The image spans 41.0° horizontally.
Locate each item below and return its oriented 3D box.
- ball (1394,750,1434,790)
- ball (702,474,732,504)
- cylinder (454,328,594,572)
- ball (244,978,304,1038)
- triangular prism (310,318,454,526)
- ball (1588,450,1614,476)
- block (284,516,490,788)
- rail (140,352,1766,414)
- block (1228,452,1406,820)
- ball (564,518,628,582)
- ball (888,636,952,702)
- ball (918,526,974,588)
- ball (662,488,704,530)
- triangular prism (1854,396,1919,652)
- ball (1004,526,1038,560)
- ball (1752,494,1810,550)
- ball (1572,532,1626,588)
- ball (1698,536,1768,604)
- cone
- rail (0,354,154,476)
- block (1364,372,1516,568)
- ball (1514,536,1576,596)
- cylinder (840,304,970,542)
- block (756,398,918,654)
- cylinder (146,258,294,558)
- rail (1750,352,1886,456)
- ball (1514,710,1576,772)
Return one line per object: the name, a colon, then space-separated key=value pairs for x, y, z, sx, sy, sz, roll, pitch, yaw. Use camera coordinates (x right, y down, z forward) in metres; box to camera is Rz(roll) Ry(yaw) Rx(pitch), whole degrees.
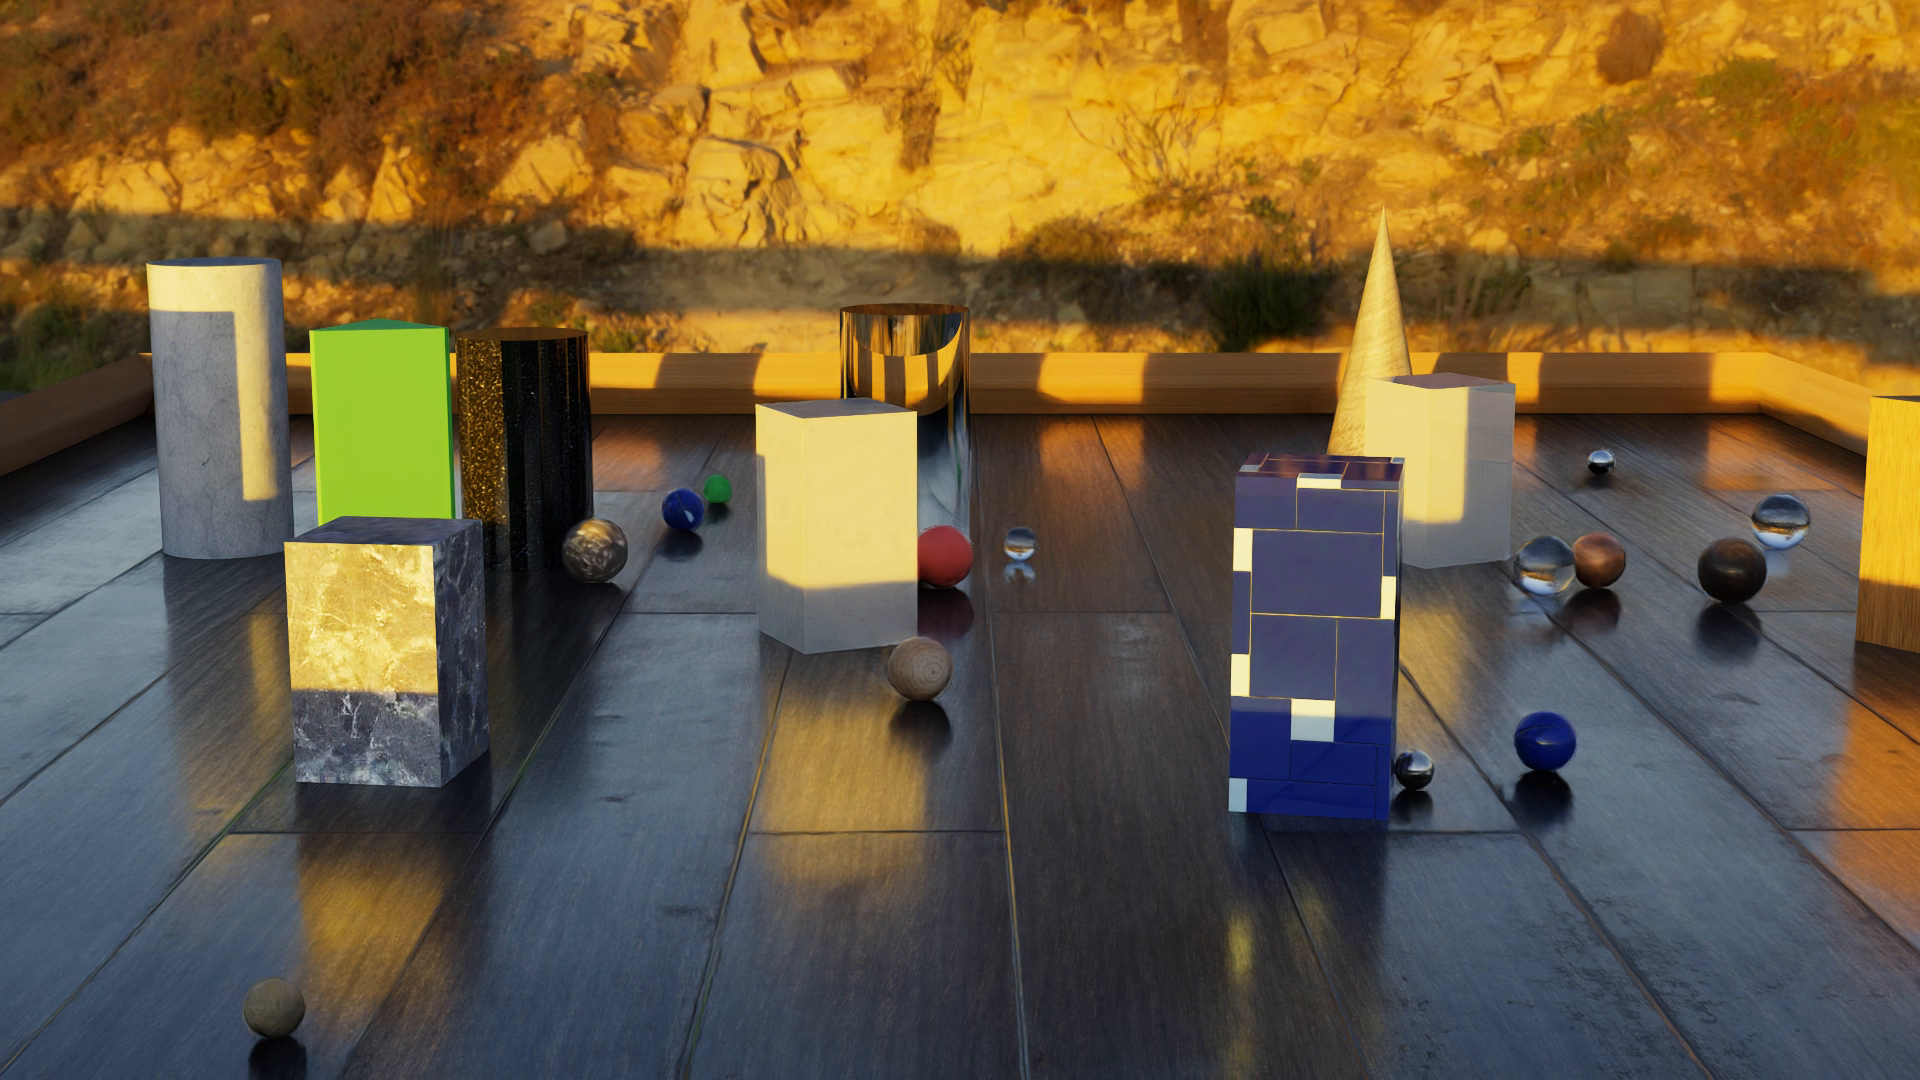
ball: x=0.462 y=0.233 z=2.607 sx=0.041 sy=0.041 sz=0.041 roll=0 pitch=11 yaw=0
ball: x=-0.407 y=-0.086 z=4.305 sx=0.049 sy=0.049 sz=0.049 roll=0 pitch=11 yaw=0
cylinder: x=-0.643 y=-0.138 z=3.797 sx=0.194 sy=0.336 sz=0.194 roll=0 pitch=11 yaw=0
ball: x=-0.519 y=0.355 z=1.943 sx=0.044 sy=0.044 sz=0.044 roll=0 pitch=11 yaw=0
triangular prism: x=-0.750 y=-0.085 z=3.348 sx=0.168 sy=0.395 sz=0.146 roll=-2 pitch=11 yaw=-12
ball: x=1.147 y=-0.139 z=4.598 sx=0.046 sy=0.046 sz=0.046 roll=0 pitch=11 yaw=0
block: x=-0.595 y=0.113 z=2.680 sx=0.156 sy=0.250 sz=0.156 roll=1 pitch=11 yaw=8
rail: x=-0.011 y=-0.326 z=5.380 sx=3.422 sy=0.126 sz=0.045 roll=0 pitch=11 yaw=0
block: x=0.358 y=0.092 z=2.562 sx=0.156 sy=0.335 sz=0.156 roll=2 pitch=11 yaw=12
ball: x=-0.518 y=0.014 z=3.647 sx=0.092 sy=0.092 sz=0.092 roll=0 pitch=11 yaw=0
ball: x=-0.047 y=0.149 z=2.968 sx=0.075 sy=0.075 sz=0.075 roll=0 pitch=11 yaw=0
ball: x=-0.024 y=0.024 z=3.611 sx=0.086 sy=0.086 sz=0.086 roll=0 pitch=11 yaw=0
ball: x=-0.438 y=-0.048 z=4.051 sx=0.068 sy=0.068 sz=0.068 roll=0 pitch=11 yaw=0
triangular prism: x=1.256 y=-0.022 z=3.238 sx=0.146 sy=0.313 sz=0.168 roll=-7 pitch=13 yaw=-35
ball: x=0.089 y=0.006 z=3.806 sx=0.051 sy=0.051 sz=0.051 roll=0 pitch=11 yaw=0
ball: x=1.245 y=-0.028 z=3.893 sx=0.085 sy=0.085 sz=0.085 roll=0 pitch=11 yaw=0
ball: x=0.897 y=0.028 z=3.609 sx=0.079 sy=0.079 sz=0.079 roll=0 pitch=11 yaw=0
ball: x=1.055 y=0.040 z=3.507 sx=0.092 sy=0.092 sz=0.092 roll=0 pitch=11 yaw=0
cone: x=0.740 y=-0.348 z=4.524 sx=0.194 sy=0.485 sz=0.194 roll=0 pitch=11 yaw=0
rail: x=-1.687 y=0.034 z=3.439 sx=0.045 sy=0.126 sz=3.975 roll=0 pitch=11 yaw=0
block: x=0.712 y=-0.106 z=3.827 sx=0.156 sy=0.264 sz=0.156 roll=-5 pitch=12 yaw=-27
ball: x=0.810 y=0.036 z=3.553 sx=0.085 sy=0.085 sz=0.085 roll=0 pitch=11 yaw=0
cylinder: x=-0.082 y=-0.164 z=3.854 sx=0.194 sy=0.366 sz=0.194 roll=0 pitch=11 yaw=0
block: x=-0.158 y=-0.022 z=3.280 sx=0.156 sy=0.297 sz=0.156 roll=-5 pitch=12 yaw=-25
cylinder: x=-1.116 y=-0.203 z=3.879 sx=0.194 sy=0.434 sz=0.194 roll=0 pitch=11 yaw=0
rail: x=1.687 y=0.031 z=3.459 sx=0.045 sy=0.126 sz=3.975 roll=0 pitch=11 yaw=0
ball: x=0.609 y=0.209 z=2.673 sx=0.064 sy=0.064 sz=0.064 roll=0 pitch=11 yaw=0
